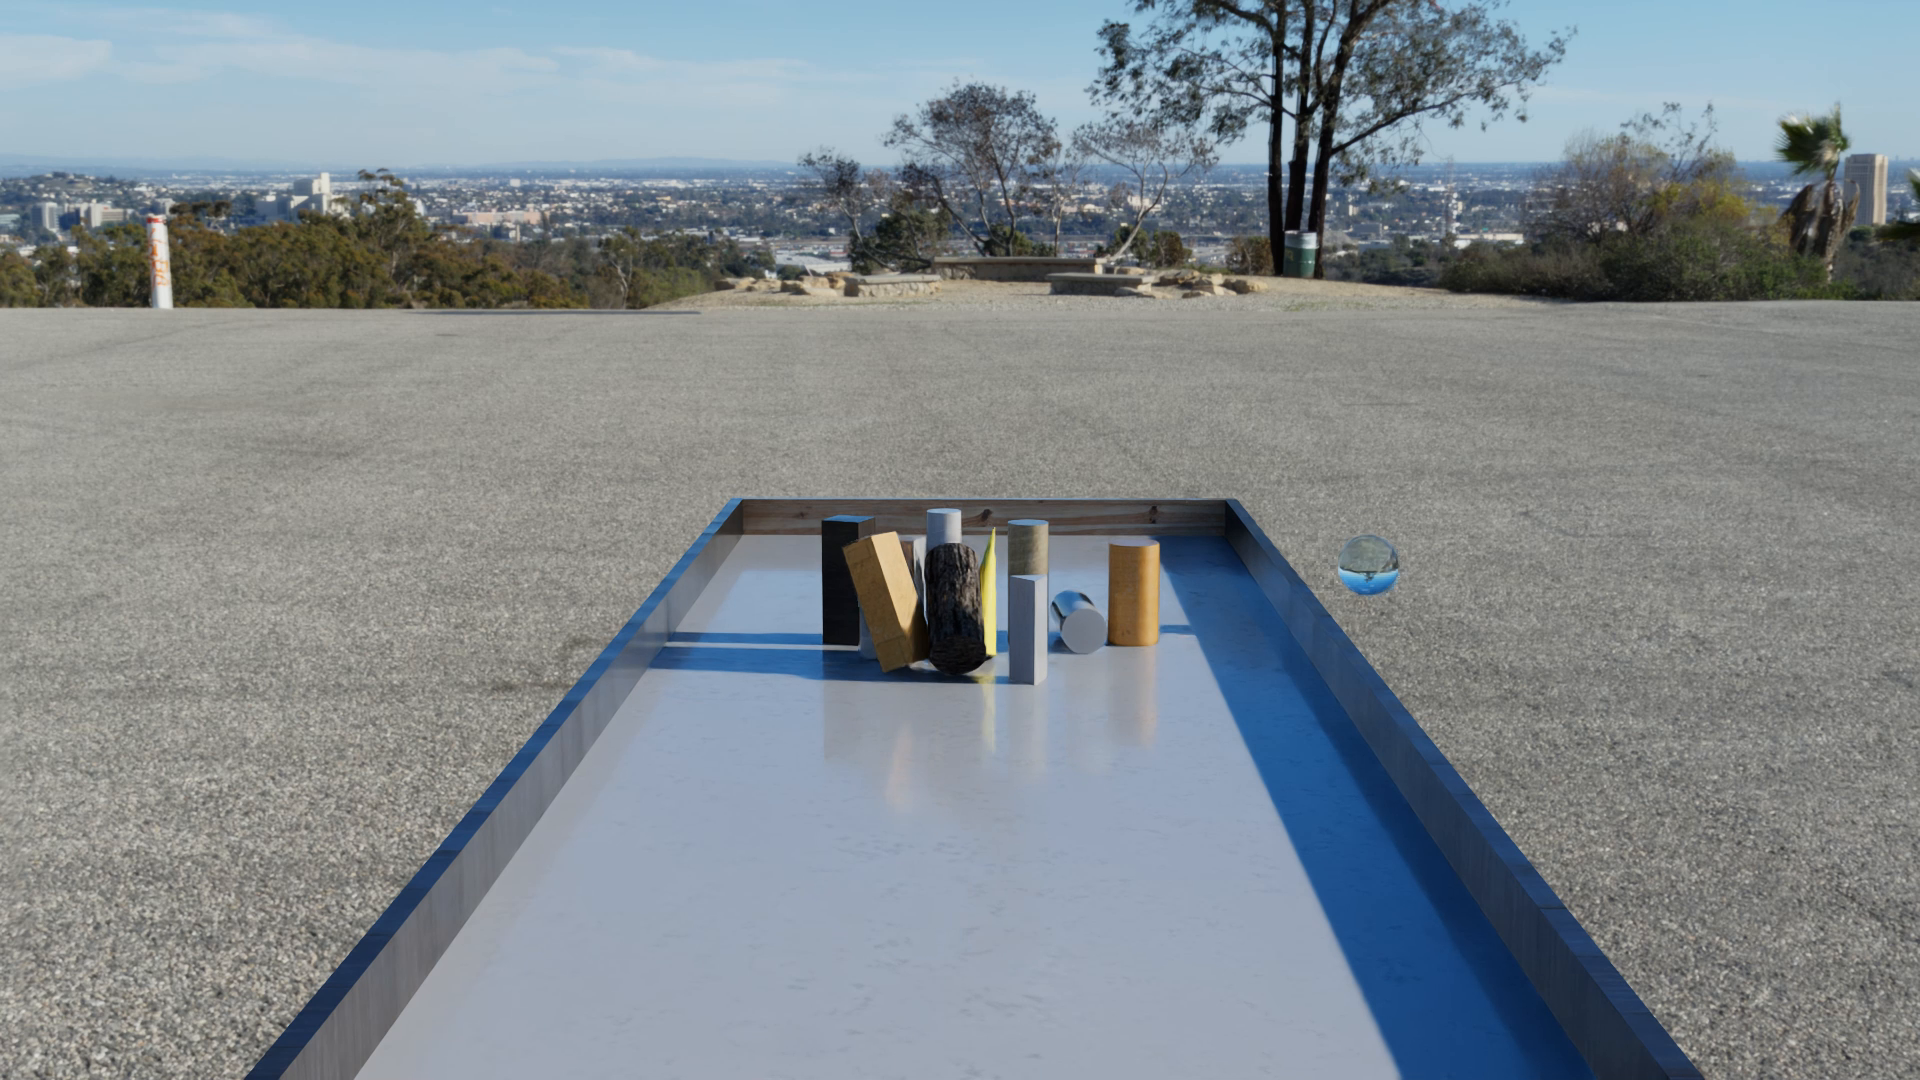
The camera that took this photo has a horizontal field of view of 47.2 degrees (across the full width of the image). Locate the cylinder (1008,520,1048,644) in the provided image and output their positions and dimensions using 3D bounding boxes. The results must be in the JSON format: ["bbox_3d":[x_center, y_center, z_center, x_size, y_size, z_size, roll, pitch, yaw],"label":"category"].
[{"bbox_3d":[0.214,0.134,6.937,0.129,0.384,0.129,0,9,0],"label":"cylinder"}]

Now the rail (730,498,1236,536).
[{"bbox_3d":[0.099,-0.098,9.147,2.100,0.150,0.050,0,9,1],"label":"rail"}]

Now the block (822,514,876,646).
[{"bbox_3d":[-0.351,0.126,6.961,0.127,0.392,0.127,4,10,22],"label":"block"}]

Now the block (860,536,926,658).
[{"bbox_3d":[-0.205,0.174,6.723,0.162,0.361,0.162,2,5,11],"label":"block"}]

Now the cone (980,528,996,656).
[{"bbox_3d":[0.075,0.147,6.729,0.136,0.401,0.136,9,-6,1],"label":"cone"}]

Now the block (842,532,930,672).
[{"bbox_3d":[-0.210,0.184,6.544,0.119,0.392,0.119,-22,-6,36],"label":"block"}]

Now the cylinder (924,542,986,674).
[{"bbox_3d":[-0.017,0.203,6.581,0.167,0.167,0.390,-1,44,-3],"label":"cylinder"}]

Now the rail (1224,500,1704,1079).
[{"bbox_3d":[1.046,0.843,3.208,0.050,0.150,12.000,0,9,1],"label":"rail"}]

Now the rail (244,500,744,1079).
[{"bbox_3d":[-1.004,0.839,3.234,0.050,0.150,12.000,0,9,1],"label":"rail"}]

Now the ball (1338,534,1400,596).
[{"bbox_3d":[1.315,0.082,7.085,0.197,0.197,0.197,0,9,0],"label":"ball"}]

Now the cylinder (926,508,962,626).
[{"bbox_3d":[-0.051,0.115,6.946,0.109,0.419,0.109,0,9,0],"label":"cylinder"}]

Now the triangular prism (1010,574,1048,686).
[{"bbox_3d":[0.218,0.257,6.408,0.097,0.306,0.111,-8,12,-41],"label":"triangular prism"}]

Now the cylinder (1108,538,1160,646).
[{"bbox_3d":[0.548,0.165,6.950,0.161,0.319,0.161,0,9,0],"label":"cylinder"}]

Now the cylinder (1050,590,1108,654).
[{"bbox_3d":[0.373,0.255,6.941,0.142,0.142,0.334,-1,9,-4],"label":"cylinder"}]
